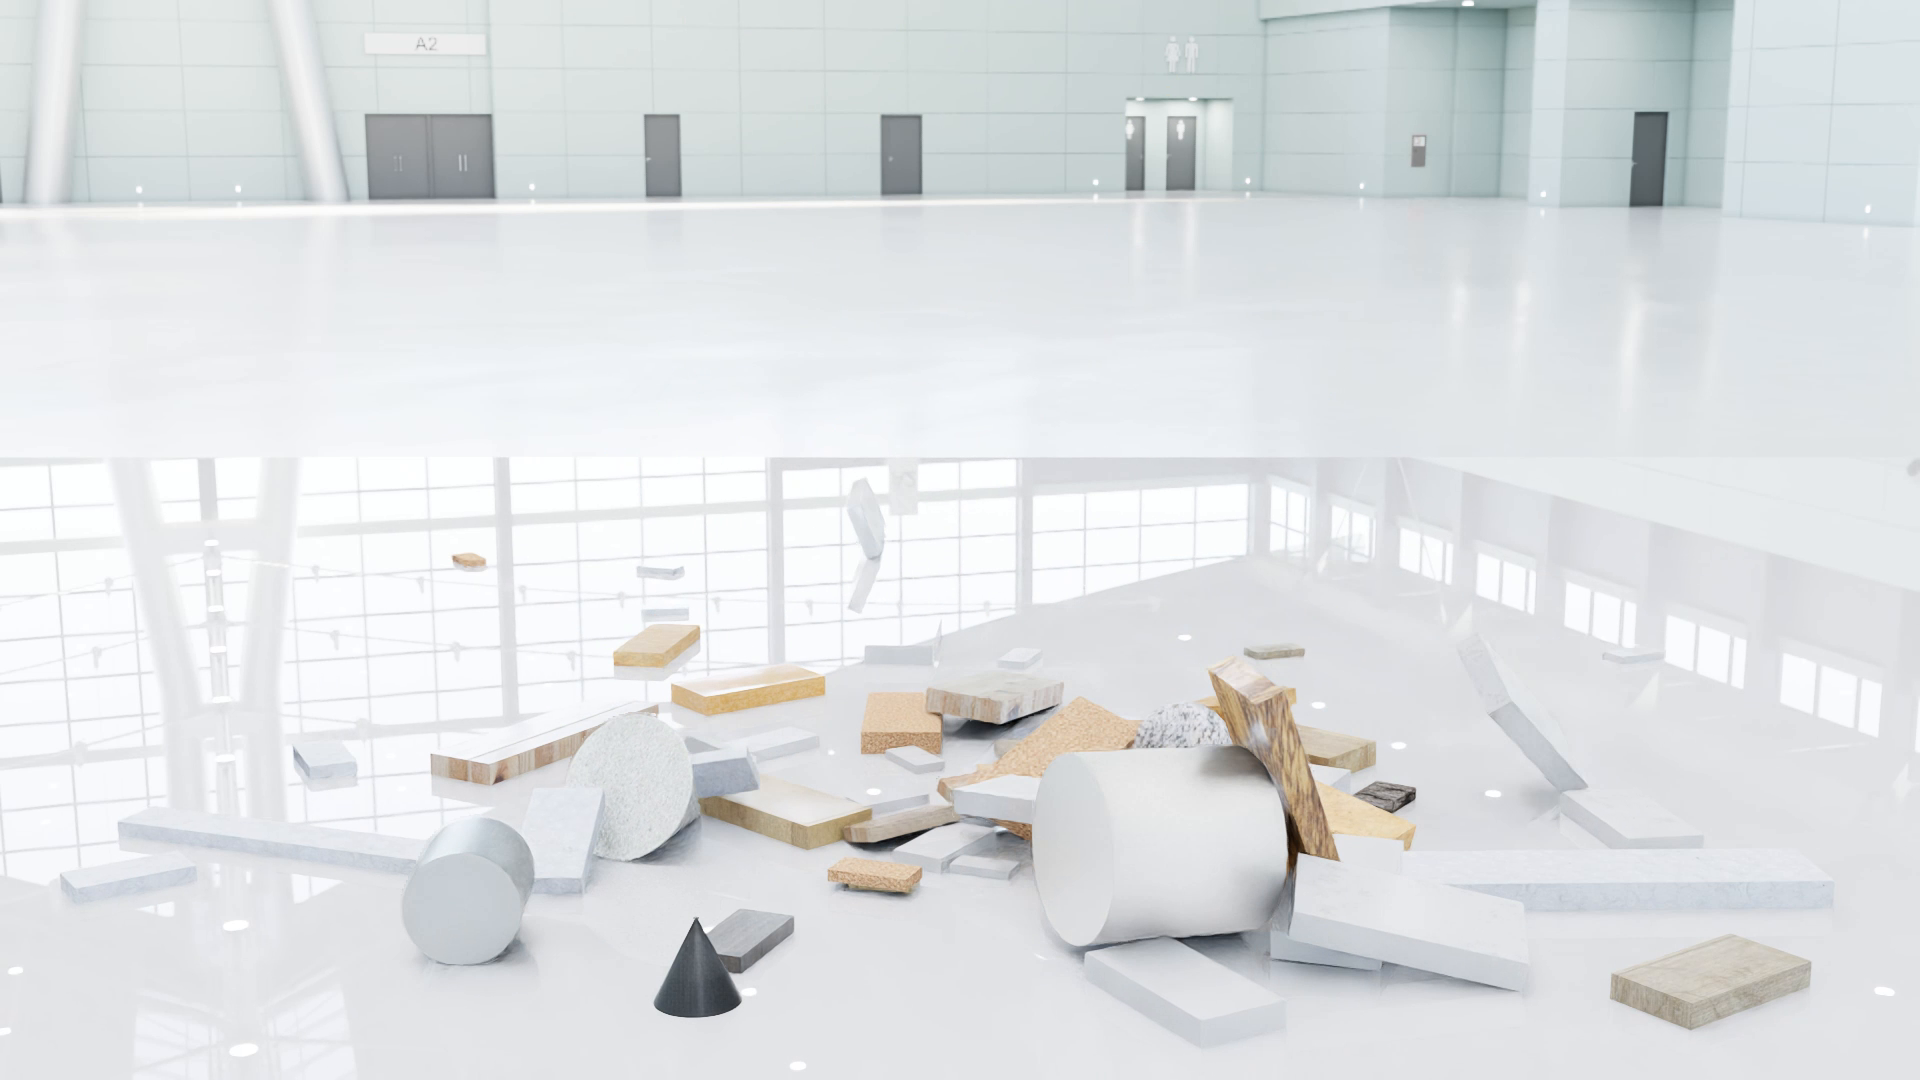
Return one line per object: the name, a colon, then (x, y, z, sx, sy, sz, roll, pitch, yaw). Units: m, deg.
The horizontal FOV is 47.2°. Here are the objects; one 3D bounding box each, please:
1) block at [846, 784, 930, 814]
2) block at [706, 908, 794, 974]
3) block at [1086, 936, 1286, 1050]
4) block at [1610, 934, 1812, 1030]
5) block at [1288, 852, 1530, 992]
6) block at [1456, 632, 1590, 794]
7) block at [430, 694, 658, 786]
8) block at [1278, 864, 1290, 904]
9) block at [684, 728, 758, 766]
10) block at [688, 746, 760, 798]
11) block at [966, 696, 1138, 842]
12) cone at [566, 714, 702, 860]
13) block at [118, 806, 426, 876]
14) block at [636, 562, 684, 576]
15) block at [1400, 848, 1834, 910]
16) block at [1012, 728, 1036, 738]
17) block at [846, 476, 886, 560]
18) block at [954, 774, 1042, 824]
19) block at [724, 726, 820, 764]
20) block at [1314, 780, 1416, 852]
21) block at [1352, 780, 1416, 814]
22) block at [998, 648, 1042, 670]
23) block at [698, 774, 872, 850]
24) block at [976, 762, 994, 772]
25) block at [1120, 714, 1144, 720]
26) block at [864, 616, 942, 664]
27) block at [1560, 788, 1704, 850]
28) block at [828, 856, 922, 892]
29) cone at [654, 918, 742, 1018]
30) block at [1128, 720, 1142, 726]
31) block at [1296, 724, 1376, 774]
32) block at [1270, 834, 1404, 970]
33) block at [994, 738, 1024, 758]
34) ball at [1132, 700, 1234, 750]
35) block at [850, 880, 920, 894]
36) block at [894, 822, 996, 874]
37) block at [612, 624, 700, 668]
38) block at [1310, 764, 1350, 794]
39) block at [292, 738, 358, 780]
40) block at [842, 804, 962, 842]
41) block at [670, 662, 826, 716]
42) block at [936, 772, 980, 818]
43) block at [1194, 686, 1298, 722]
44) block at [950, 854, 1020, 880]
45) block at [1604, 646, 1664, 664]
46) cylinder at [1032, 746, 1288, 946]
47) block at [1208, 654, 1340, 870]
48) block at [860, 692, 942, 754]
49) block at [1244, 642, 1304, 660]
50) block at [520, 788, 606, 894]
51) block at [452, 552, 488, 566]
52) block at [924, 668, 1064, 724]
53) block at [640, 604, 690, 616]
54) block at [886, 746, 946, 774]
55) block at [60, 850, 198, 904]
block: (-0.137, 0.491, 4.148, 0.142, 0.020, 0.071, -7, 12, -32)
block: (-0.341, 0.622, 3.420, 0.095, 0.027, 0.191, 4, 11, 20)
block: (0.325, 0.655, 3.205, 0.148, 0.042, 0.295, -6, 12, -29)
block: (1.108, 0.649, 3.244, 0.282, 0.040, 0.141, -7, 13, -35)
block: (0.679, 0.578, 3.339, 0.350, 0.050, 0.175, 12, 23, 6)
block: (1.056, 0.332, 4.127, 0.050, 0.350, 0.175, -34, 42, 17)
block: (-0.847, 0.407, 4.533, 0.155, 0.044, 0.529, 6, 12, 30)
block: (0.432, 0.562, 3.693, 0.334, 0.047, 0.167, 0, 11, -1)
block: (-0.467, 0.422, 4.237, 0.142, 0.071, 0.020, 23, 34, 1)
block: (-0.540, 0.443, 4.052, 0.331, 0.092, 0.026, -9, 42, 8)
block: (0.178, 0.422, 4.112, 0.148, 0.042, 0.409, 27, 34, 24)
cone: (-0.533, 0.473, 3.982, 0.261, 0.261, 0.261, 5, -15, 26)
block: (-1.141, 0.536, 3.883, 0.770, 0.028, 0.098, 4, 11, 20)
block: (-0.866, 0.082, 6.354, 0.125, 0.018, 0.063, 4, 11, 22)
block: (1.069, 0.566, 3.669, 0.715, 0.047, 0.167, 0, 11, -1)
block: (0.178, 0.397, 4.546, 0.068, 0.019, 0.136, 0, -6, -37)
block: (-0.288, -0.073, 6.778, 0.046, 0.162, 0.523, -22, 10, 4)
block: (0.146, 0.454, 3.813, 0.295, 0.042, 0.148, 1, 7, 44)
block: (-0.388, 0.421, 4.508, 0.185, 0.026, 0.092, -10, 15, -44)
block: (0.622, 0.482, 3.909, 0.334, 0.047, 0.167, 23, 21, 30)
block: (0.790, 0.490, 4.144, 0.081, 0.023, 0.161, 7, 13, 33)
block: (0.144, 0.284, 5.265, 0.068, 0.019, 0.136, 4, 11, 20)
block: (-0.323, 0.497, 4.047, 0.155, 0.044, 0.310, -10, 15, -44)
block: (0.089, 0.470, 4.241, 0.096, 0.027, 0.193, -1, 11, -5)
block: (0.373, 0.397, 4.654, 0.068, 0.019, 0.136, -5, 12, -24)
block: (-0.137, 0.244, 5.406, 0.162, 0.046, 0.325, 1, 11, 3)
block: (1.212, 0.512, 3.980, 0.141, 0.040, 0.282, -2, 11, -8)
block: (-0.142, 0.560, 3.690, 0.142, 0.020, 0.071, 4, 11, 21)
cone: (-0.383, 0.610, 3.206, 0.130, 0.130, 0.130, 0, 11, 0)
block: (0.345, 0.387, 4.378, 0.341, 0.048, 0.171, -1, -2, -4)
block: (0.652, 0.417, 4.466, 0.341, 0.048, 0.171, 10, 14, 42)
block: (0.603, 0.568, 3.495, 0.167, 0.047, 0.334, 4, 21, 16)
block: (0.173, 0.427, 4.472, 0.193, 0.027, 0.096, -2, 11, -13)
ball: (0.423, 0.401, 4.160, 0.193, 0.193, 0.193, 0, 11, 0)
block: (-0.127, 0.575, 3.707, 0.109, 0.015, 0.054, 3, 11, 13)
block: (-0.025, 0.539, 3.868, 0.096, 0.027, 0.193, 6, 12, 30)
block: (-0.738, 0.256, 5.373, 0.122, 0.035, 0.313, 2, 11, 10)
block: (0.595, 0.483, 4.115, 0.167, 0.047, 0.334, 6, 12, 29)
block: (-1.275, 0.439, 4.413, 0.092, 0.026, 0.184, -5, 12, -26)
block: (-0.103, 0.508, 3.947, 0.191, 0.027, 0.095, -10, 0, -33)
block: (-0.474, 0.333, 4.931, 0.310, 0.044, 0.155, -8, 13, -36)
block: (0.142, 0.458, 4.145, 0.388, 0.027, 0.095, -6, 30, -36)
block: (0.586, 0.345, 4.617, 0.122, 0.035, 0.245, -2, 5, 43)
block: (0.043, 0.562, 3.776, 0.109, 0.015, 0.054, 4, 11, 22)
block: (1.624, 0.278, 5.299, 0.131, 0.019, 0.066, -5, 12, -26)
cylinder: (0.308, 0.475, 3.436, 0.294, 0.294, 0.294, -1, 10, -22)
block: (0.500, 0.367, 3.475, 0.050, 0.350, 0.175, -25, 22, -11)
block: (-0.120, 0.385, 4.648, 0.162, 0.046, 0.325, 0, 11, 0)
block: (0.763, 0.270, 5.340, 0.131, 0.019, 0.066, -4, 11, -20)
block: (-0.688, 0.513, 3.763, 0.122, 0.035, 0.245, 0, 31, 1)
block: (-1.449, 0.057, 6.489, 0.063, 0.018, 0.125, -7, 13, -33)
block: (0.079, 0.336, 4.751, 0.171, 0.048, 0.377, 9, 6, 22)
block: (-0.778, 0.184, 5.808, 0.125, 0.018, 0.063, -1, 11, -6)
block: (-0.090, 0.441, 4.419, 0.066, 0.019, 0.131, -6, 12, -29)
block: (-1.402, 0.568, 3.710, 0.196, 0.028, 0.098, -8, 13, -36)
